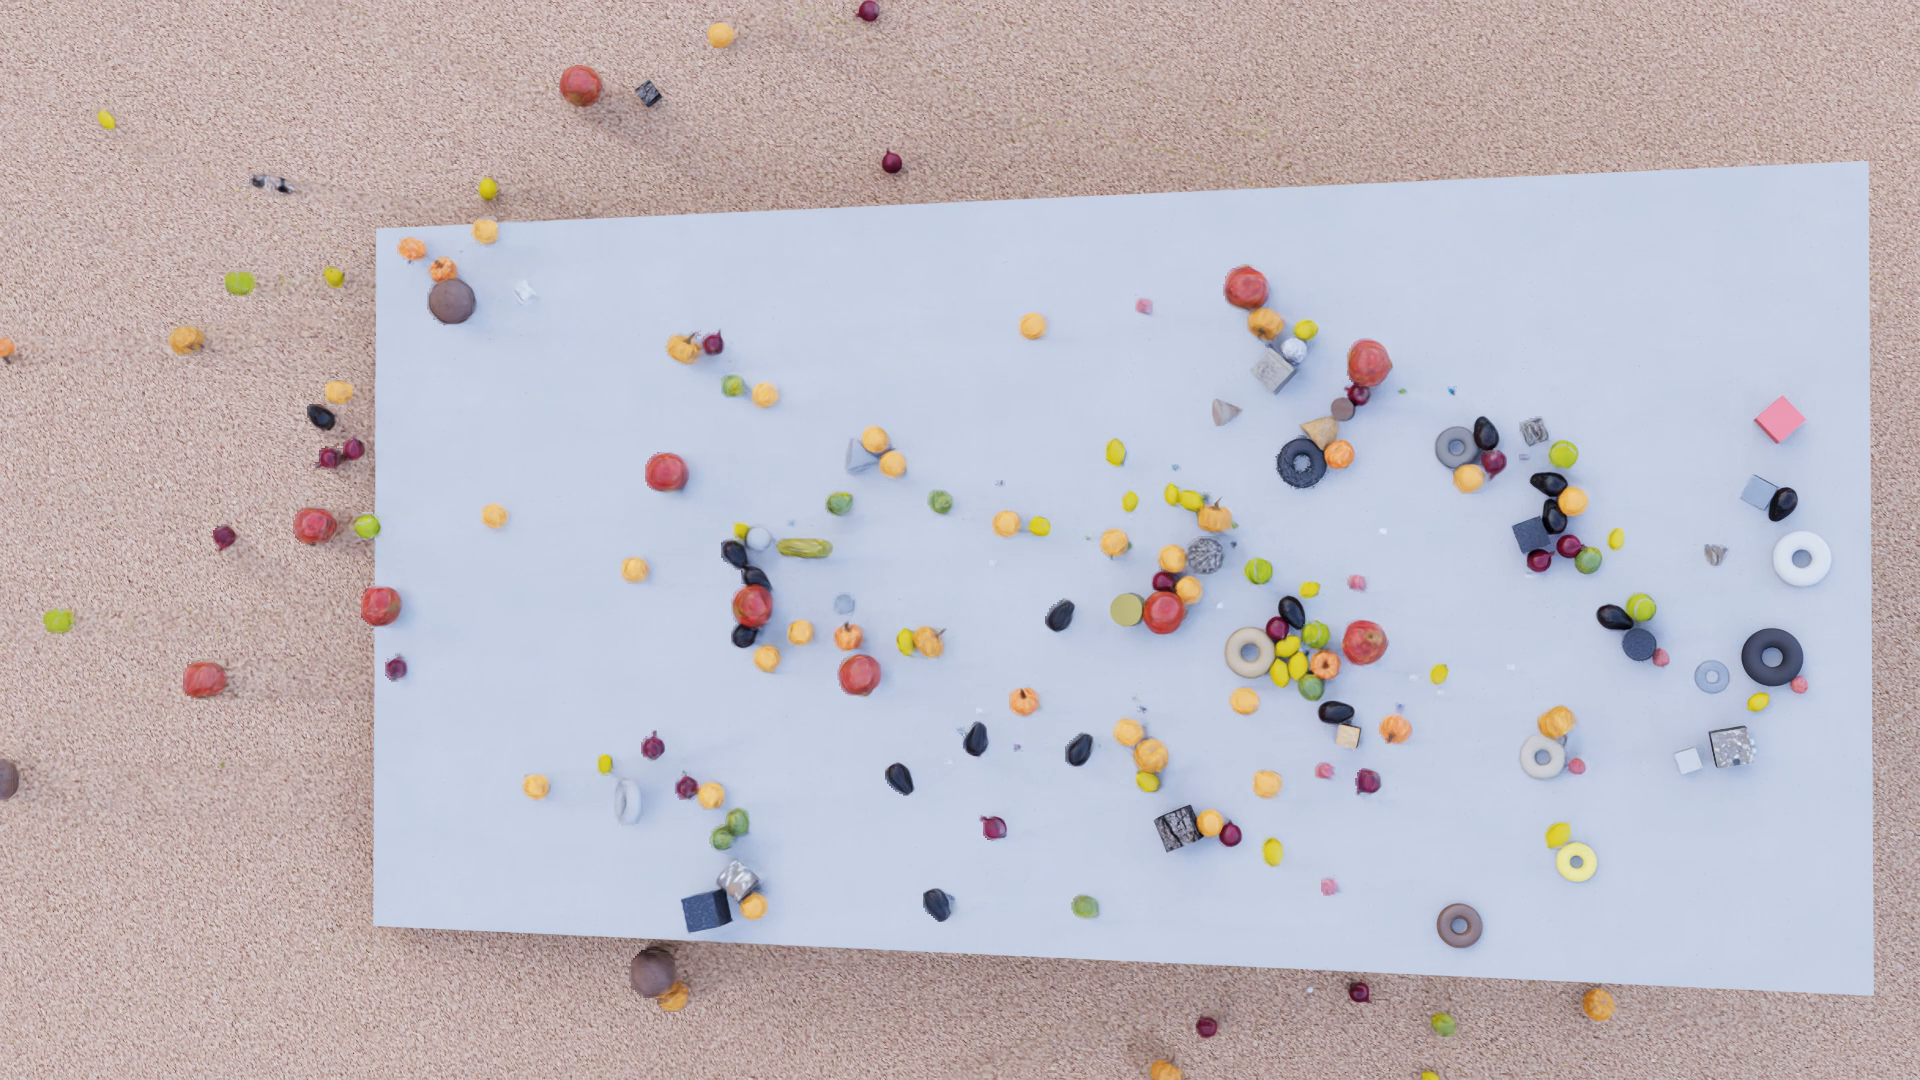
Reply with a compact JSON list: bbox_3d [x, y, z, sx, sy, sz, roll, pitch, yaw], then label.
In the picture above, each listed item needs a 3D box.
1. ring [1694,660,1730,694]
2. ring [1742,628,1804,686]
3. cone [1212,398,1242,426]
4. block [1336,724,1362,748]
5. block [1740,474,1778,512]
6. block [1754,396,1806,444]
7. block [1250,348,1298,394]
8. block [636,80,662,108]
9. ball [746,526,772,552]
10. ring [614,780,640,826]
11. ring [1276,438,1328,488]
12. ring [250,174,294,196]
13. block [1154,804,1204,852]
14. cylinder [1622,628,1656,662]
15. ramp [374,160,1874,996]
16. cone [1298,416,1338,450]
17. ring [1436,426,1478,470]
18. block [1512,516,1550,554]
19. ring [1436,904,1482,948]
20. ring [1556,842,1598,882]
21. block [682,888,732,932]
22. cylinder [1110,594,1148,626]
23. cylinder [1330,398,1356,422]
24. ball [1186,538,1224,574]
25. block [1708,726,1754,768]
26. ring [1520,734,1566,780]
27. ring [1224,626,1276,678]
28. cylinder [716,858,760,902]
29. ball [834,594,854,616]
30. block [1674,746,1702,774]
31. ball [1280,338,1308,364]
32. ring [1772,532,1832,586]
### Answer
[{"bbox_3d":[1.829,0.333,5.347,0.083,0.028,0.083,-1,88,14],"label":"ring"},{"bbox_3d":[1.959,0.283,5.302,0.141,0.047,0.141,0,89,19],"label":"ring"},{"bbox_3d":[0.694,-0.333,5.660,0.072,0.072,0.072,-6,89,-12],"label":"cone"},{"bbox_3d":[0.982,0.495,5.559,0.052,0.052,0.052,12,92,15],"label":"block"},{"bbox_3d":[1.927,-0.114,5.308,0.064,0.064,0.064,31,97,13],"label":"block"},{"bbox_3d":[1.972,-0.289,5.290,0.080,0.080,0.080,-43,79,11],"label":"block"},{"bbox_3d":[0.800,-0.430,5.608,0.081,0.081,0.081,45,100,11],"label":"block"},{"bbox_3d":[-0.906,-1.299,6.401,0.053,0.053,0.053,-38,89,-1],"label":"block"},{"bbox_3d":[-0.546,-0.003,5.969,0.070,0.070,0.070,0,89,0],"label":"ball"},{"bbox_3d":[-0.914,0.721,6.044,0.042,0.125,0.125,2,89,-32],"label":"ring"},{"bbox_3d":[0.872,-0.196,5.605,0.129,0.043,0.129,-1,88,14],"label":"ring"},{"bbox_3d":[-1.987,-1.027,6.356,0.123,0.123,0.041,10,87,0],"label":"ring"},{"bbox_3d":[0.562,0.741,5.650,0.089,0.089,0.089,-24,83,14],"label":"block"},{"bbox_3d":[1.658,0.255,5.368,0.078,0.078,0.078,0,89,15],"label":"cylinder"},{"bbox_3d":[0.265,0.097,5.837,4.000,0.100,2.000,0,89,15],"label":"ramp"},{"bbox_3d":[0.899,-0.283,5.600,0.091,0.091,0.091,20,89,41],"label":"cone"},{"bbox_3d":[1.245,-0.231,5.509,0.107,0.036,0.107,0,90,16],"label":"ring"},{"bbox_3d":[1.413,-0.013,5.440,0.073,0.073,0.073,-21,84,14],"label":"block"},{"bbox_3d":[1.247,0.963,5.489,0.113,0.038,0.113,0,90,14],"label":"ring"},{"bbox_3d":[1.520,0.794,5.421,0.098,0.033,0.098,-1,88,14],"label":"ring"},{"bbox_3d":[-0.689,1.007,5.981,0.093,0.093,0.093,-14,86,14],"label":"block"},{"bbox_3d":[0.438,0.181,5.694,0.085,0.085,0.085,0,89,15],"label":"cylinder"},{"bbox_3d":[0.971,-0.331,5.572,0.057,0.057,0.057,0,89,15],"label":"cylinder"},{"bbox_3d":[0.630,0.042,5.639,0.095,0.095,0.095,0,89,0],"label":"ball"},{"bbox_3d":[1.861,0.499,5.306,0.084,0.084,0.084,-12,86,15],"label":"block"},{"bbox_3d":[1.442,0.538,5.443,0.112,0.037,0.112,0,90,15],"label":"ring"},{"bbox_3d":[0.743,0.288,5.631,0.134,0.045,0.134,0,90,16],"label":"ring"},{"bbox_3d":[-0.602,0.924,5.963,0.085,0.085,0.085,38,89,13],"label":"cylinder"},{"bbox_3d":[-0.310,0.174,5.911,0.055,0.055,0.055,0,89,0],"label":"ball"},{"bbox_3d":[1.771,0.535,5.347,0.051,0.051,0.051,-20,84,14],"label":"block"},{"bbox_3d":[0.851,-0.483,5.602,0.066,0.066,0.066,0,89,0],"label":"ball"},{"bbox_3d":[2.025,0.045,5.290,0.134,0.045,0.134,0,91,16],"label":"ring"}]
